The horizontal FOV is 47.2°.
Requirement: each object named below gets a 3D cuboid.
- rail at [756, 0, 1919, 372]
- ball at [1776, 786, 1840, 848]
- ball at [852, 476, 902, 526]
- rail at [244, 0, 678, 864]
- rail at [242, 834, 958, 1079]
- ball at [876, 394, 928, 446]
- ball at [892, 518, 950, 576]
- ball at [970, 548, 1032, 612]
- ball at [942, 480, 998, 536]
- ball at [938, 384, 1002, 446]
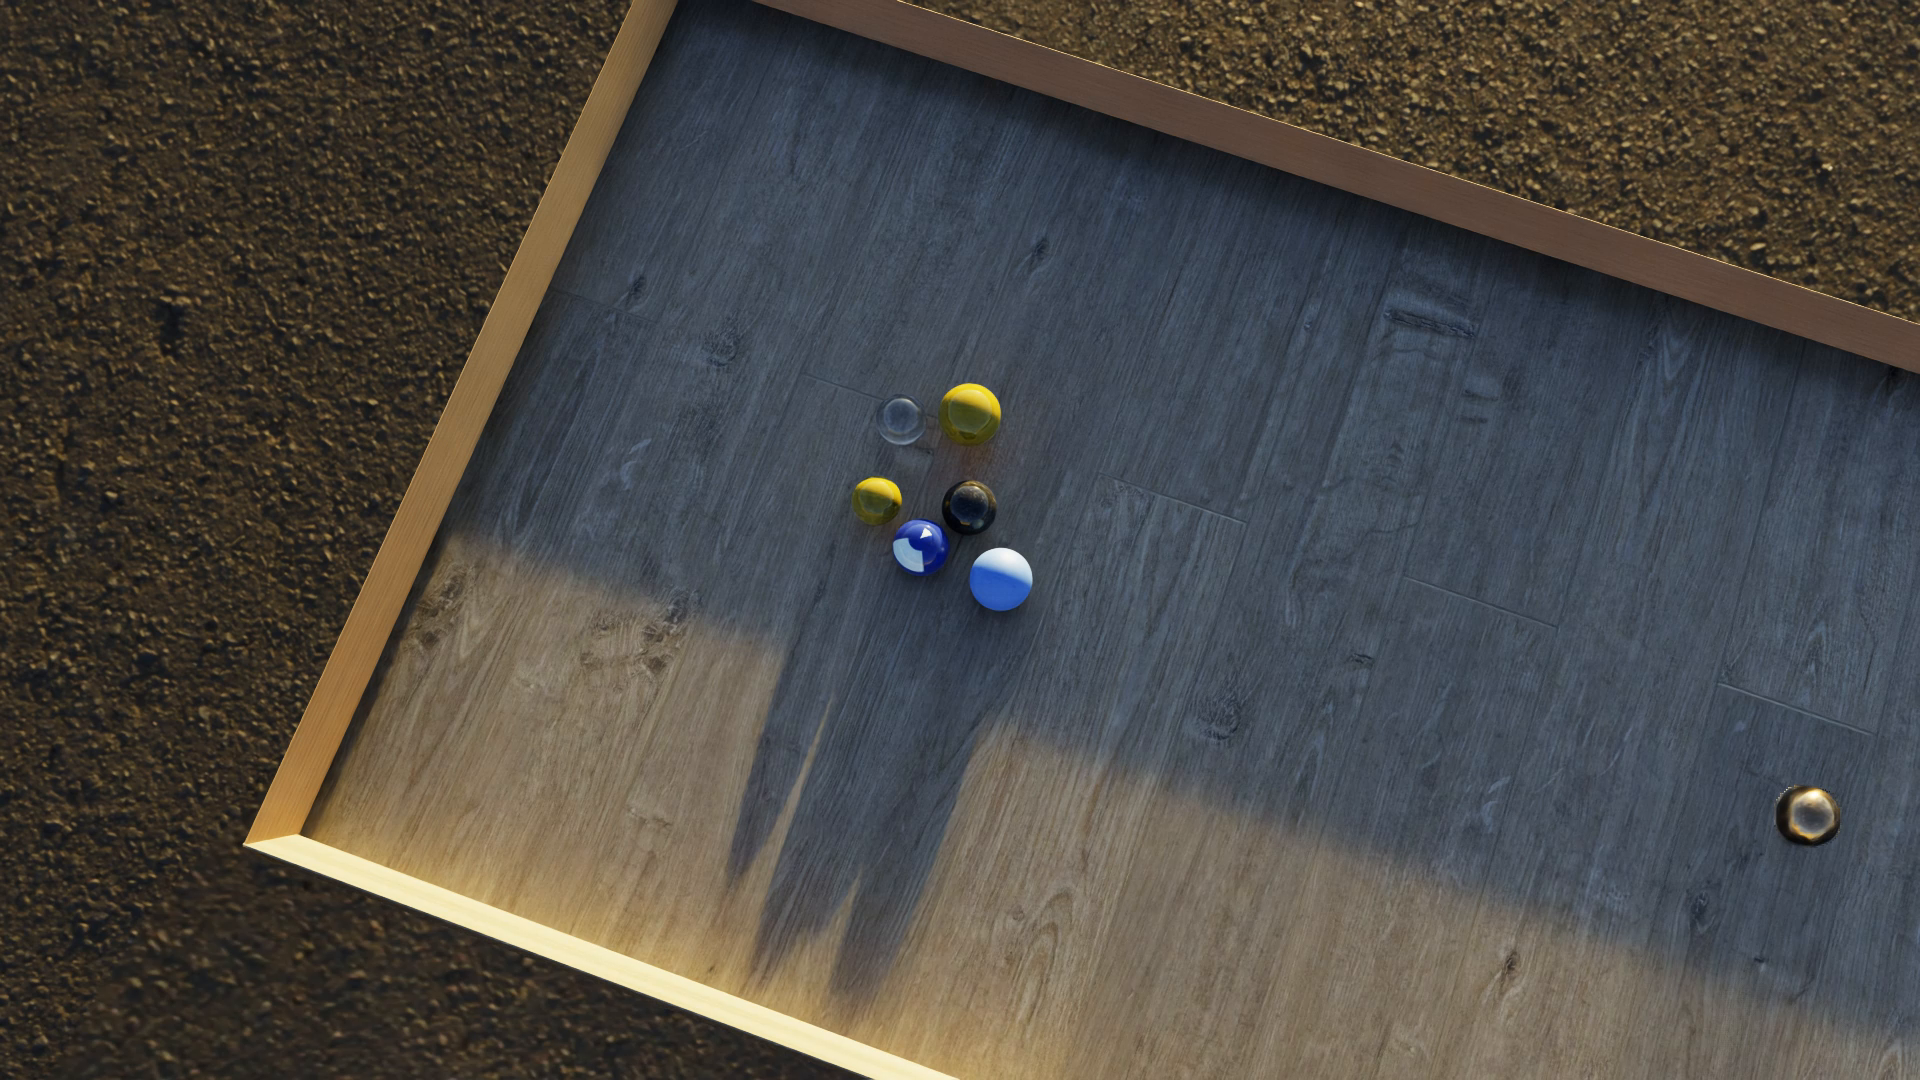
[{"bbox_3d":[1.022,-0.450,3.507,3.214,0.129,0.045,19,73,6],"label":"rail"},{"bbox_3d":[1.255,0.409,3.254,0.090,0.090,0.090,0,72,0],"label":"ball"},{"bbox_3d":[-0.129,-0.061,3.411,0.078,0.078,0.078,0,72,0],"label":"ball"},{"bbox_3d":[-0.734,-0.258,3.446,0.045,0.129,1.617,19,73,6],"label":"rail"},{"bbox_3d":[0.490,0.956,3.057,3.214,0.129,0.045,19,73,6],"label":"rail"},{"bbox_3d":[-0.092,-0.189,3.449,0.082,0.082,0.082,0,72,0],"label":"ball"},{"bbox_3d":[-0.060,0.011,3.382,0.089,0.089,0.089,0,72,0],"label":"ball"},{"bbox_3d":[0.062,0.060,3.362,0.097,0.097,0.097,0,72,0],"label":"ball"},{"bbox_3d":[0.014,-0.050,3.402,0.087,0.087,0.087,0,72,0],"label":"ball"},{"bbox_3d":[0.015,-0.196,3.443,0.099,0.099,0.099,0,72,0],"label":"ball"}]
